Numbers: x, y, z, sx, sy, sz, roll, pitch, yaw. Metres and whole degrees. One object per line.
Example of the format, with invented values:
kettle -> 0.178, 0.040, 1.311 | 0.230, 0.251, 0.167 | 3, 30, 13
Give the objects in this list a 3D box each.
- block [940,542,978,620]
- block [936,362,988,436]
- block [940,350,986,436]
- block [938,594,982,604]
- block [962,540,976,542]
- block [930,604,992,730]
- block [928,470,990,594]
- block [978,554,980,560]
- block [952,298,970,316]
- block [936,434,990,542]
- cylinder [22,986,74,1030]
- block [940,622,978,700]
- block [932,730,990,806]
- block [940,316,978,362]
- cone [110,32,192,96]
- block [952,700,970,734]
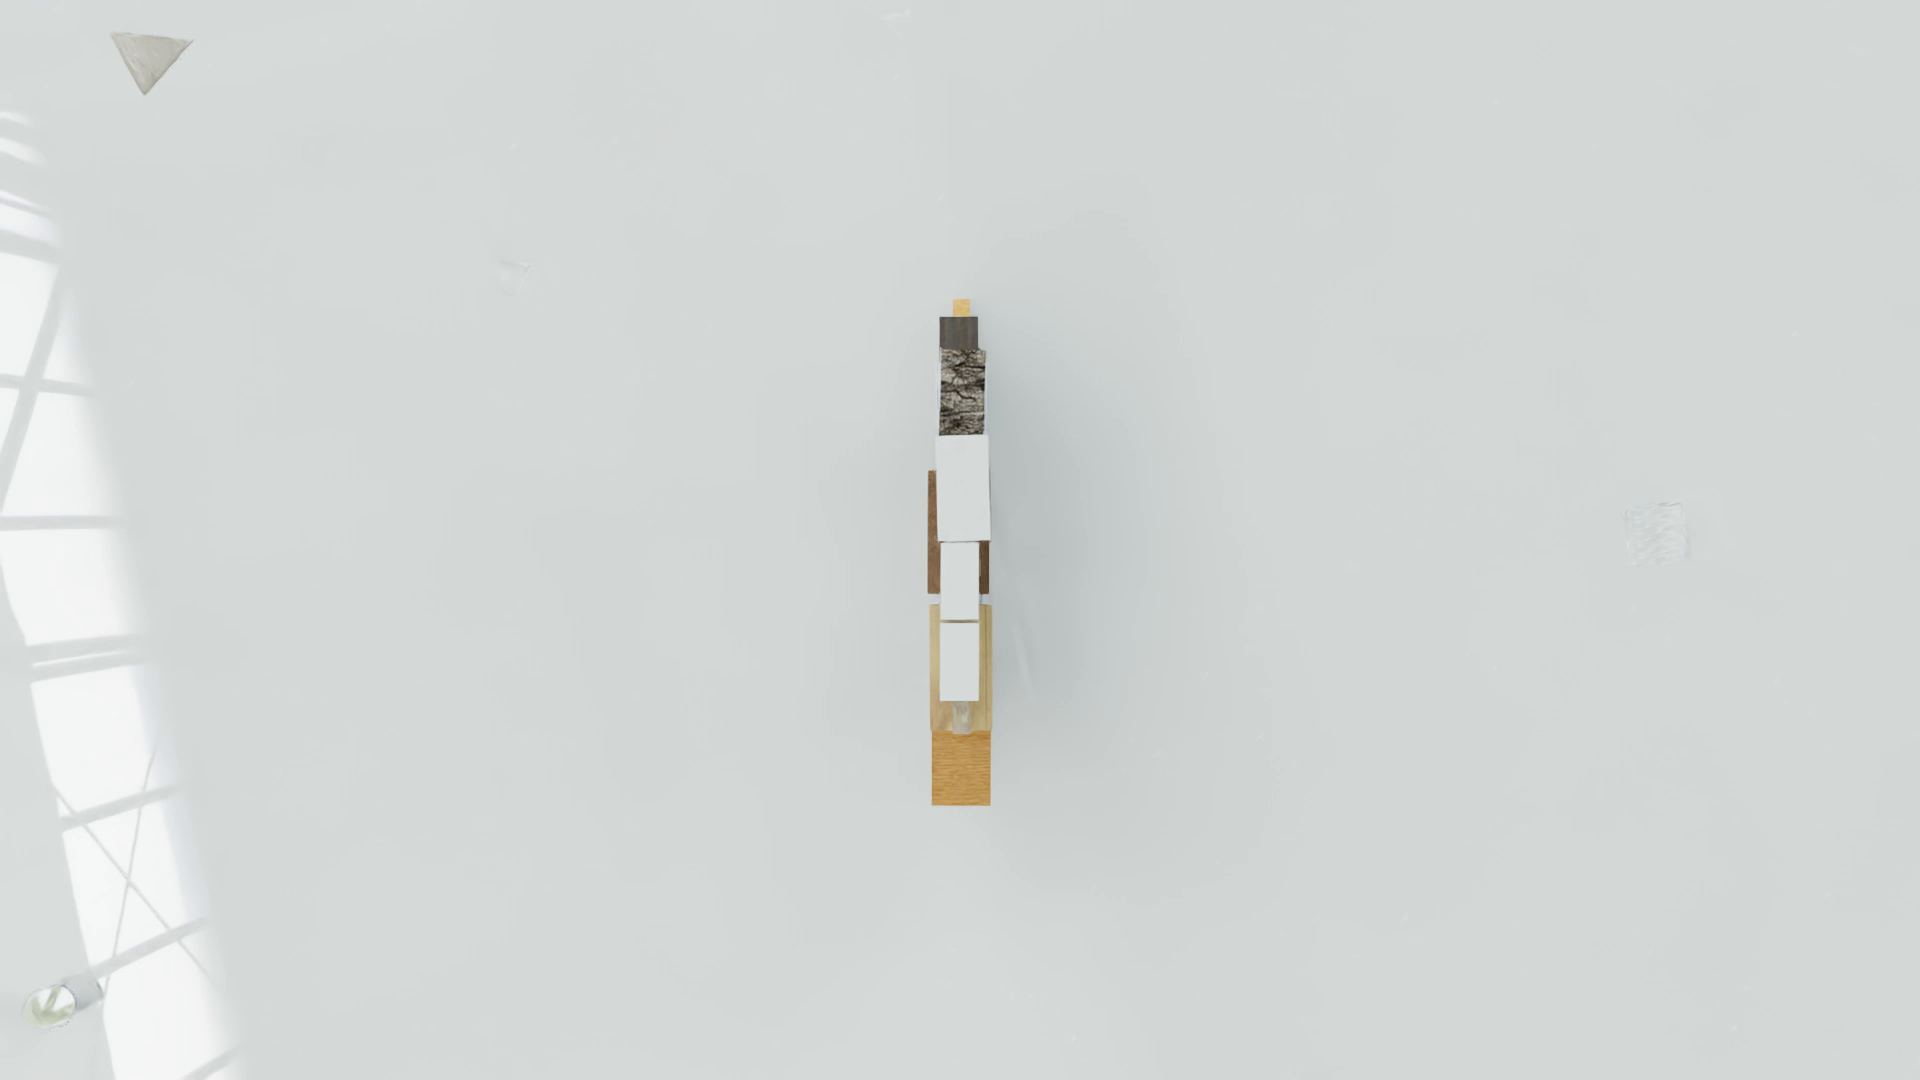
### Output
block -> -0.001, 0.100, 4.032 | 0.093, 0.026, 0.186 | 0, 90, 0
block -> 0.005, -0.355, 4.637 | 0.142, 0.040, 0.284 | 0, 90, 0
block -> 0.007, -0.372, 4.231 | 0.114, 0.032, 0.228 | 2, 89, 0
block -> 0.000, 0.297, 4.898 | 0.135, 0.038, 0.269 | 0, 90, 0
block -> -0.003, 0.070, 4.427 | 0.090, 0.025, 0.179 | -1, 90, 1
block -> 0.002, 0.328, 4.256 | 0.161, 0.046, 0.322 | 0, 90, 0
block -> -0.005, -0.023, 4.803 | 0.179, 0.051, 0.358 | 0, 90, 0
block -> -0.001, 0.038, 4.229 | 0.093, 0.368, 0.026 | -1, 90, 0
block -> 0.004, -0.730, 5.380 | 0.056, 0.016, 0.112 | 0, 90, 0
block -> 0.007, -0.126, 4.038 | 0.129, 0.036, 0.257 | -2, 90, 0
cylinder -> -2.991, 1.536, 5.413 | 0.124, 0.124, 0.124 | -26, 90, 44
block -> -0.001, 0.297, 4.031 | 0.095, 0.027, 0.189 | 0, 90, 0
block -> 0.004, 0.611, 4.900 | 0.175, 0.049, 0.349 | 0, 90, 0
block -> -0.003, -0.553, 4.958 | 0.116, 0.033, 0.232 | 0, 90, 0
cone -> -1.894, -1.156, 3.907 | 0.157, 0.157, 0.157 | -26, 90, -15
block -> 0.004, 0.441, 4.137 | 0.045, 0.013, 0.090 | -1, 90, 0
